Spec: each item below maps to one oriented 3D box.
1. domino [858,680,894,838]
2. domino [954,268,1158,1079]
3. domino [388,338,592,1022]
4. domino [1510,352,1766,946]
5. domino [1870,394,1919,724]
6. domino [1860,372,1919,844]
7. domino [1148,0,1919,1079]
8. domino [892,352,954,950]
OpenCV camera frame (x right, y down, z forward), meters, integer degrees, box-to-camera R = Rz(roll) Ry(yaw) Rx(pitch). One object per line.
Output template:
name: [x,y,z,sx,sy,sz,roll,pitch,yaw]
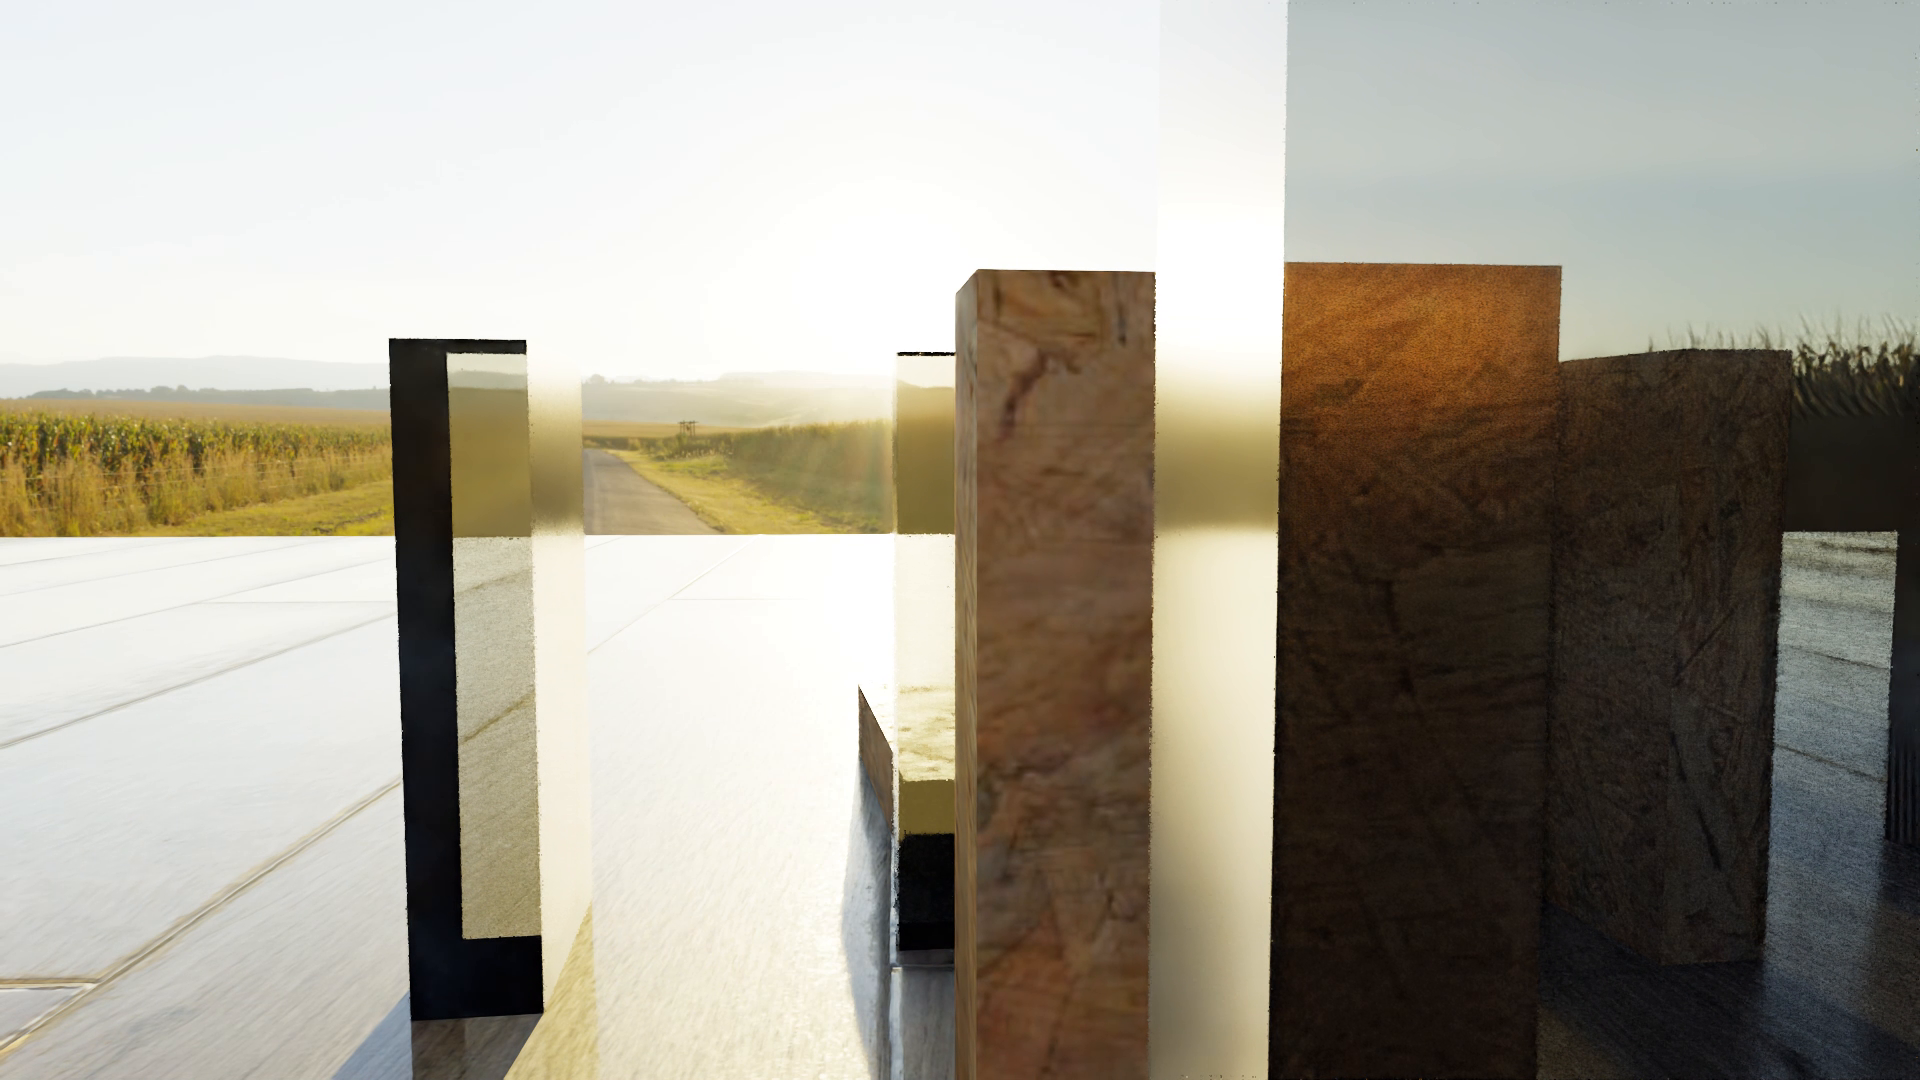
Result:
domino: [0.002,0.026,0.156,0.025,0.010,0.050,-1,4,-10]
domino: [0.013,0.013,0.063,0.025,0.050,0.009,0,4,-6]
domino: [-0.038,0.010,0.106,0.009,0.050,0.025,-1,4,-8]
domino: [0.060,0.009,0.120,0.009,0.050,0.025,-1,4,-9]
domino: [0.157,0.003,0.200,0.025,0.050,0.009,-2,5,-21]
domino: [0.108,0.008,0.130,0.010,0.050,0.025,-1,5,-18]
domino: [0.015,0.017,0.014,0.025,0.050,0.010,0,4,4]
domino: [0.007,0.009,0.112,0.025,0.050,0.009,0,4,-5]
